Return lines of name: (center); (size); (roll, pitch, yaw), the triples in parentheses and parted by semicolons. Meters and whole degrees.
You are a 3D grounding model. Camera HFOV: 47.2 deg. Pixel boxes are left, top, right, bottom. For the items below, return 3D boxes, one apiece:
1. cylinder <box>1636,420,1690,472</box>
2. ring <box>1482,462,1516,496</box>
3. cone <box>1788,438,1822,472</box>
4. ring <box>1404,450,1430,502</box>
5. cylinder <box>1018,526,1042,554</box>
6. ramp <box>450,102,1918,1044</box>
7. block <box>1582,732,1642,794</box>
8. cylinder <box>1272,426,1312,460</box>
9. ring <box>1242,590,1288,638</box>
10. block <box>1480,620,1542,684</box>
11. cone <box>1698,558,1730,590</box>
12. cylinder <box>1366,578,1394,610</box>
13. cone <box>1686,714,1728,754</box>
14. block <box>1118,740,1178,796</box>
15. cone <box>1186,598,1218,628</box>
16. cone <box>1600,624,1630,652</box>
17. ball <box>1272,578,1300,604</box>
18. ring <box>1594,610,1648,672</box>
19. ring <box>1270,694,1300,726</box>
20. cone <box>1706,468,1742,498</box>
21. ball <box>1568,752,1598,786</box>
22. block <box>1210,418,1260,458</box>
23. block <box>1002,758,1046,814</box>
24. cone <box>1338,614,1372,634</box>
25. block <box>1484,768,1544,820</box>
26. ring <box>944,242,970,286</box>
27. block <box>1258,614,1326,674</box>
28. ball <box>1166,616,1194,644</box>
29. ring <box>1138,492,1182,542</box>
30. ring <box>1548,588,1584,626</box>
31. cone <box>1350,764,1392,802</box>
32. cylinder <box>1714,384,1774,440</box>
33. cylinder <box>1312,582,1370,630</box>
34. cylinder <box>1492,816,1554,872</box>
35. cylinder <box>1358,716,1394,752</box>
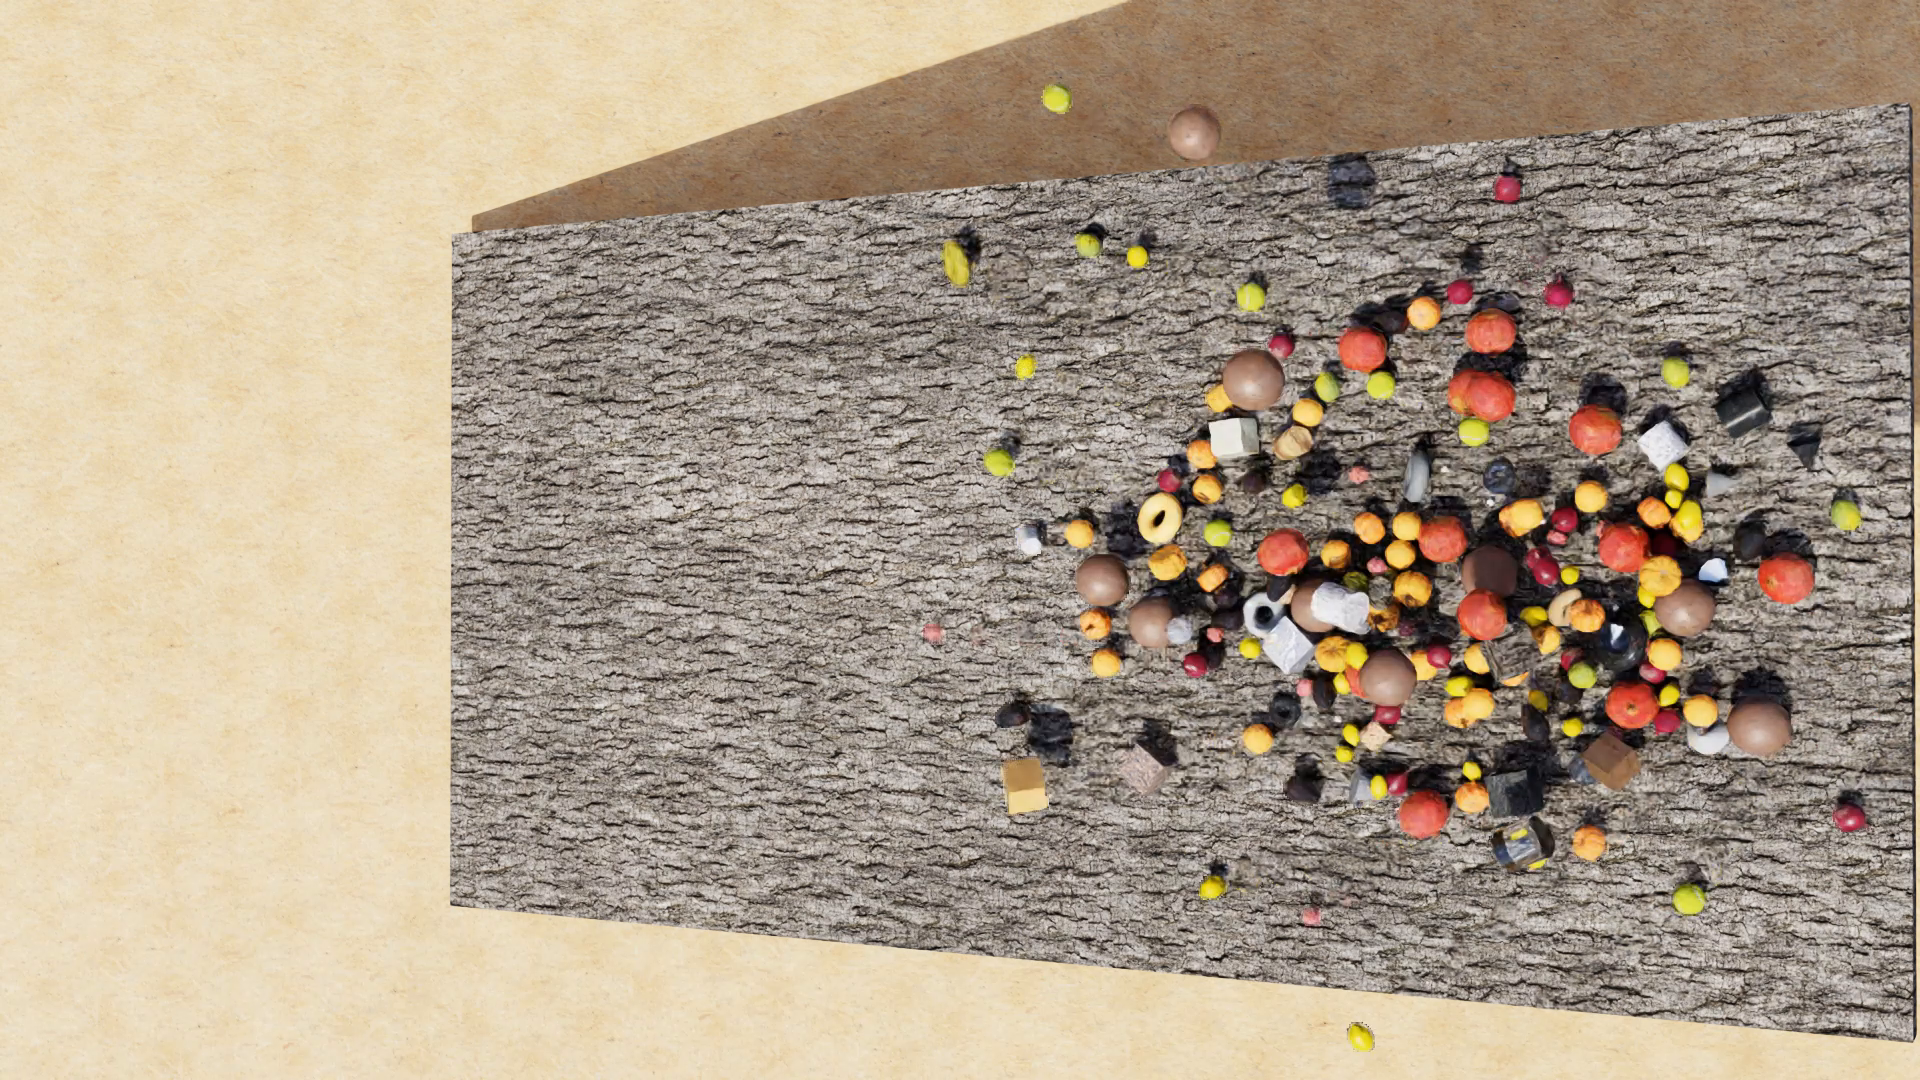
cylinder: (1.560, -0.209, 4.876); (0.082, 0.082, 0.082); (-28, 65, 0)
ring: (1.245, -0.142, 5.073); (0.078, 0.026, 0.078); (-1, 89, 29)
cone: (1.830, -0.179, 4.752); (0.071, 0.071, 0.071); (-14, 101, 0)
ring: (1.064, -0.148, 5.122); (0.041, 0.122, 0.122); (9, 89, 1)
cylinder: (0.177, 0.000, 5.605); (0.052, 0.052, 0.052); (-5, 129, -6)
ramp: (0.277, 0.078, 5.653); (4.000, 0.100, 2.000); (0, 89, 28)
block: (1.440, 0.491, 4.861); (0.080, 0.080, 0.080); (-43, 133, -8)
cylinder: (0.796, -0.231, 5.263); (0.070, 0.070, 0.070); (4, 78, -18)
ring: (0.740, 0.180, 5.330); (0.115, 0.038, 0.115); (0, 91, 27)
block: (1.232, 0.249, 4.920); (0.092, 0.092, 0.092); (-19, 66, -7)
cone: (1.664, 0.088, 4.800); (0.074, 0.074, 0.074); (-3, 109, -8)
cylinder: (0.976, 0.125, 5.110); (0.057, 0.057, 0.057); (-7, 60, 11)
cone: (1.633, 0.429, 4.826); (0.090, 0.090, 0.090); (0, 89, 28)
block: (0.464, 0.564, 5.441); (0.091, 0.091, 0.091); (41, 108, 22)
cone: (0.598, 0.192, 5.404); (0.083, 0.083, 0.083); (13, 89, 6)
cone: (1.434, 0.230, 4.841); (0.067, 0.067, 0.067); (0, 63, 0)
ball: (0.781, 0.123, 5.283); (0.067, 0.067, 0.067); (0, 89, 0)
ring: (1.474, 0.225, 4.909); (0.046, 0.139, 0.139); (11, 89, -30)
ring: (0.785, 0.412, 5.310); (0.079, 0.026, 0.079); (-1, 88, 29)
cone: (1.676, -0.127, 4.816); (0.067, 0.067, 0.067); (-4, 89, 30)
ball: (1.410, 0.515, 4.950); (0.078, 0.078, 0.078); (0, 89, 0)
block: (0.666, -0.248, 5.339); (0.084, 0.084, 0.084); (-9, 84, 36)
block: (0.161, 0.610, 5.460); (0.092, 0.092, 0.092); (-8, 48, -3)
cone: (0.923, 0.201, 5.234); (0.078, 0.078, 0.078); (15, 61, -27)
block: (1.265, 0.577, 5.015); (0.097, 0.097, 0.097); (-13, 83, 27)
ring: (-0.008, -0.716, 5.697); (0.039, 0.117, 0.117); (-16, 89, -16)
block: (0.795, 0.249, 5.265); (0.098, 0.098, 0.098); (-49, 69, 19)
ball: (0.526, 0.217, 5.267); (0.067, 0.067, 0.067); (0, 89, 0)
ring: (0.495, -0.055, 5.440); (0.043, 0.130, 0.130); (22, 89, -42)
ring: (1.365, 0.151, 4.959); (0.098, 0.098, 0.033); (-48, 49, 0)
cone: (0.978, 0.586, 5.198); (0.092, 0.092, 0.092); (16, 89, 6)
cylinder: (1.707, -0.279, 4.793); (0.091, 0.091, 0.091); (-32, 89, 24)
cylinder: (0.883, 0.153, 5.099); (0.094, 0.094, 0.094); (-13, 111, -37)
cylinder: (1.241, 0.669, 4.843); (0.096, 0.096, 0.096); (-32, 89, 41)
cylinder: (0.980, 0.457, 5.188); (0.059, 0.059, 0.059); (45, 110, 0)
